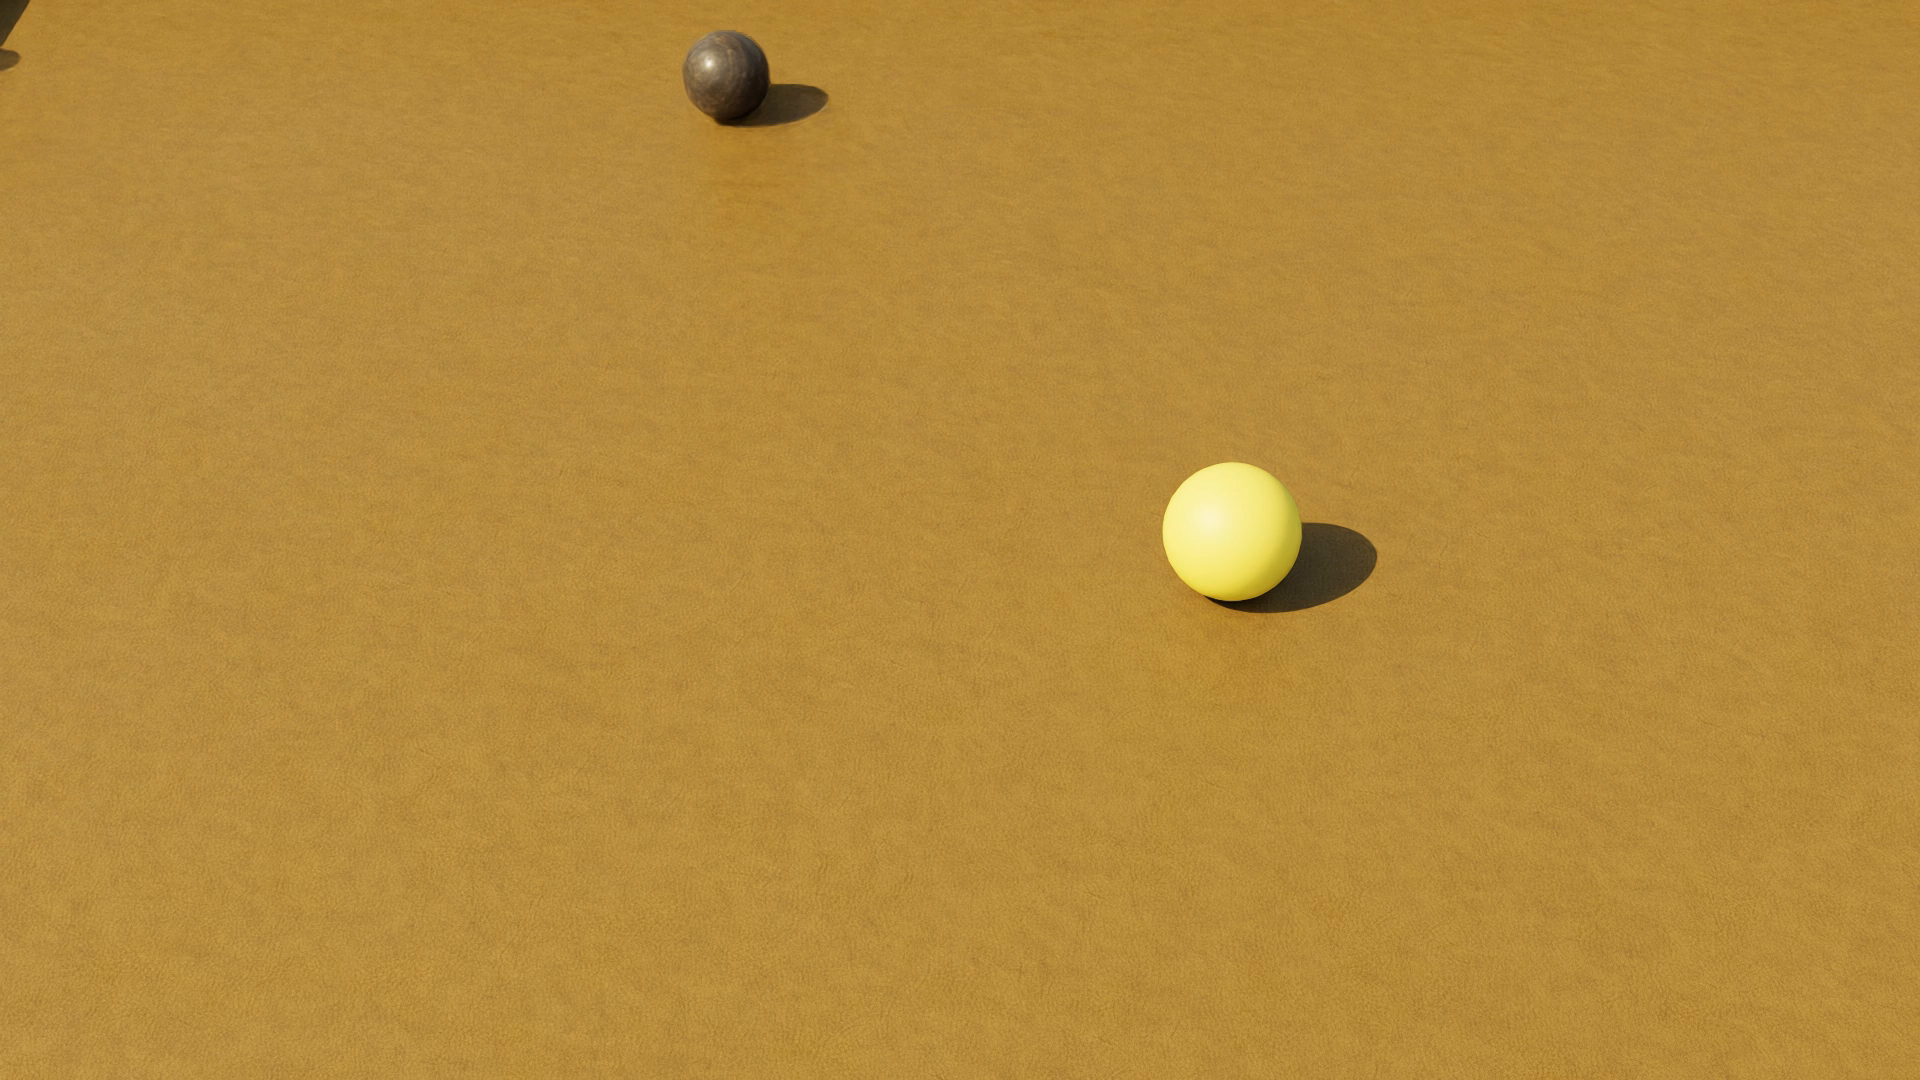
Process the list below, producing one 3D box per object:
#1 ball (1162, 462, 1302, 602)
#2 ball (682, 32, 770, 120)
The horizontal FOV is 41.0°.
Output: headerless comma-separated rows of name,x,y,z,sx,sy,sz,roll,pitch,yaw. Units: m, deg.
ball,0.169,-0.005,1.597,0.087,0.087,0.087,0,36,0
ball,-0.194,-0.385,2.127,0.072,0.072,0.072,0,36,0
